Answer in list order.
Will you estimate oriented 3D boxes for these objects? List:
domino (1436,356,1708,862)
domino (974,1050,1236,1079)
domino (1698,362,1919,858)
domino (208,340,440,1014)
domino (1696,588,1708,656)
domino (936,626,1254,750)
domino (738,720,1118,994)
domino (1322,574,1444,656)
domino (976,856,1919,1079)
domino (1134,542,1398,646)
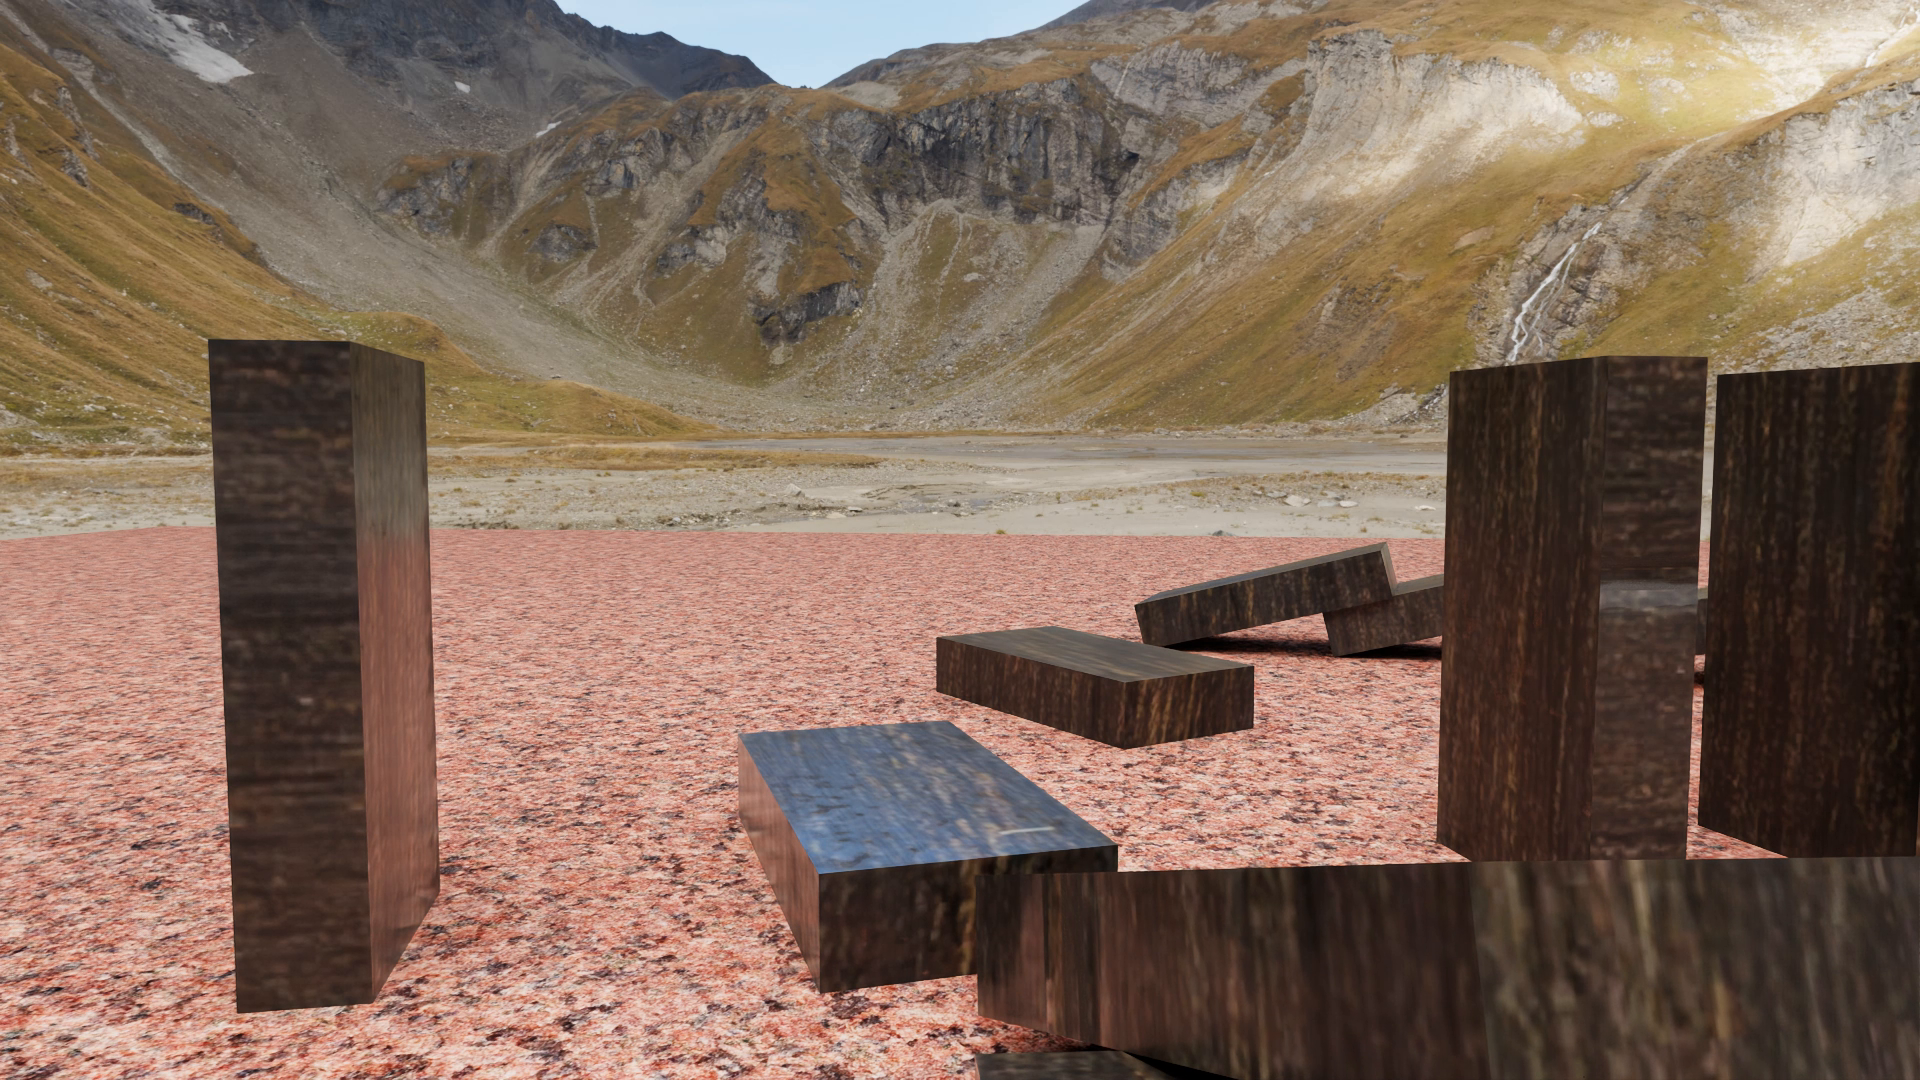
[{"bbox_3d":[0.058,0.008,0.124,0.010,0.050,0.025,-1,4,-10],"label":"domino"},{"bbox_3d":[0.014,0.029,0.045,0.025,0.010,0.050,0,-8,-3],"label":"domino"},{"bbox_3d":[0.090,0.008,0.131,0.010,0.050,0.025,-1,4,-14],"label":"domino"},{"bbox_3d":[-0.052,0.010,0.107,0.009,0.050,0.025,-1,4,-11],"label":"domino"},{"bbox_3d":[0.131,0.015,0.233,0.050,0.009,0.025,-13,-4,36],"label":"domino"},{"bbox_3d":[0.020,0.022,0.206,0.025,0.010,0.050,-3,5,-33],"label":"domino"},{"bbox_3d":[-0.006,0.028,0.127,0.025,0.009,0.050,-1,4,-17],"label":"domino"},{"bbox_3d":[0.100,0.012,0.259,0.050,0.009,0.025,-14,-1,21],"label":"domino"},{"bbox_3d":[0.022,0.024,0.073,0.025,0.009,0.050,5,-16,-20],"label":"domino"},{"bbox_3d":[0.064,0.011,0.268,0.050,0.009,0.025,-14,-1,21],"label":"domino"}]
